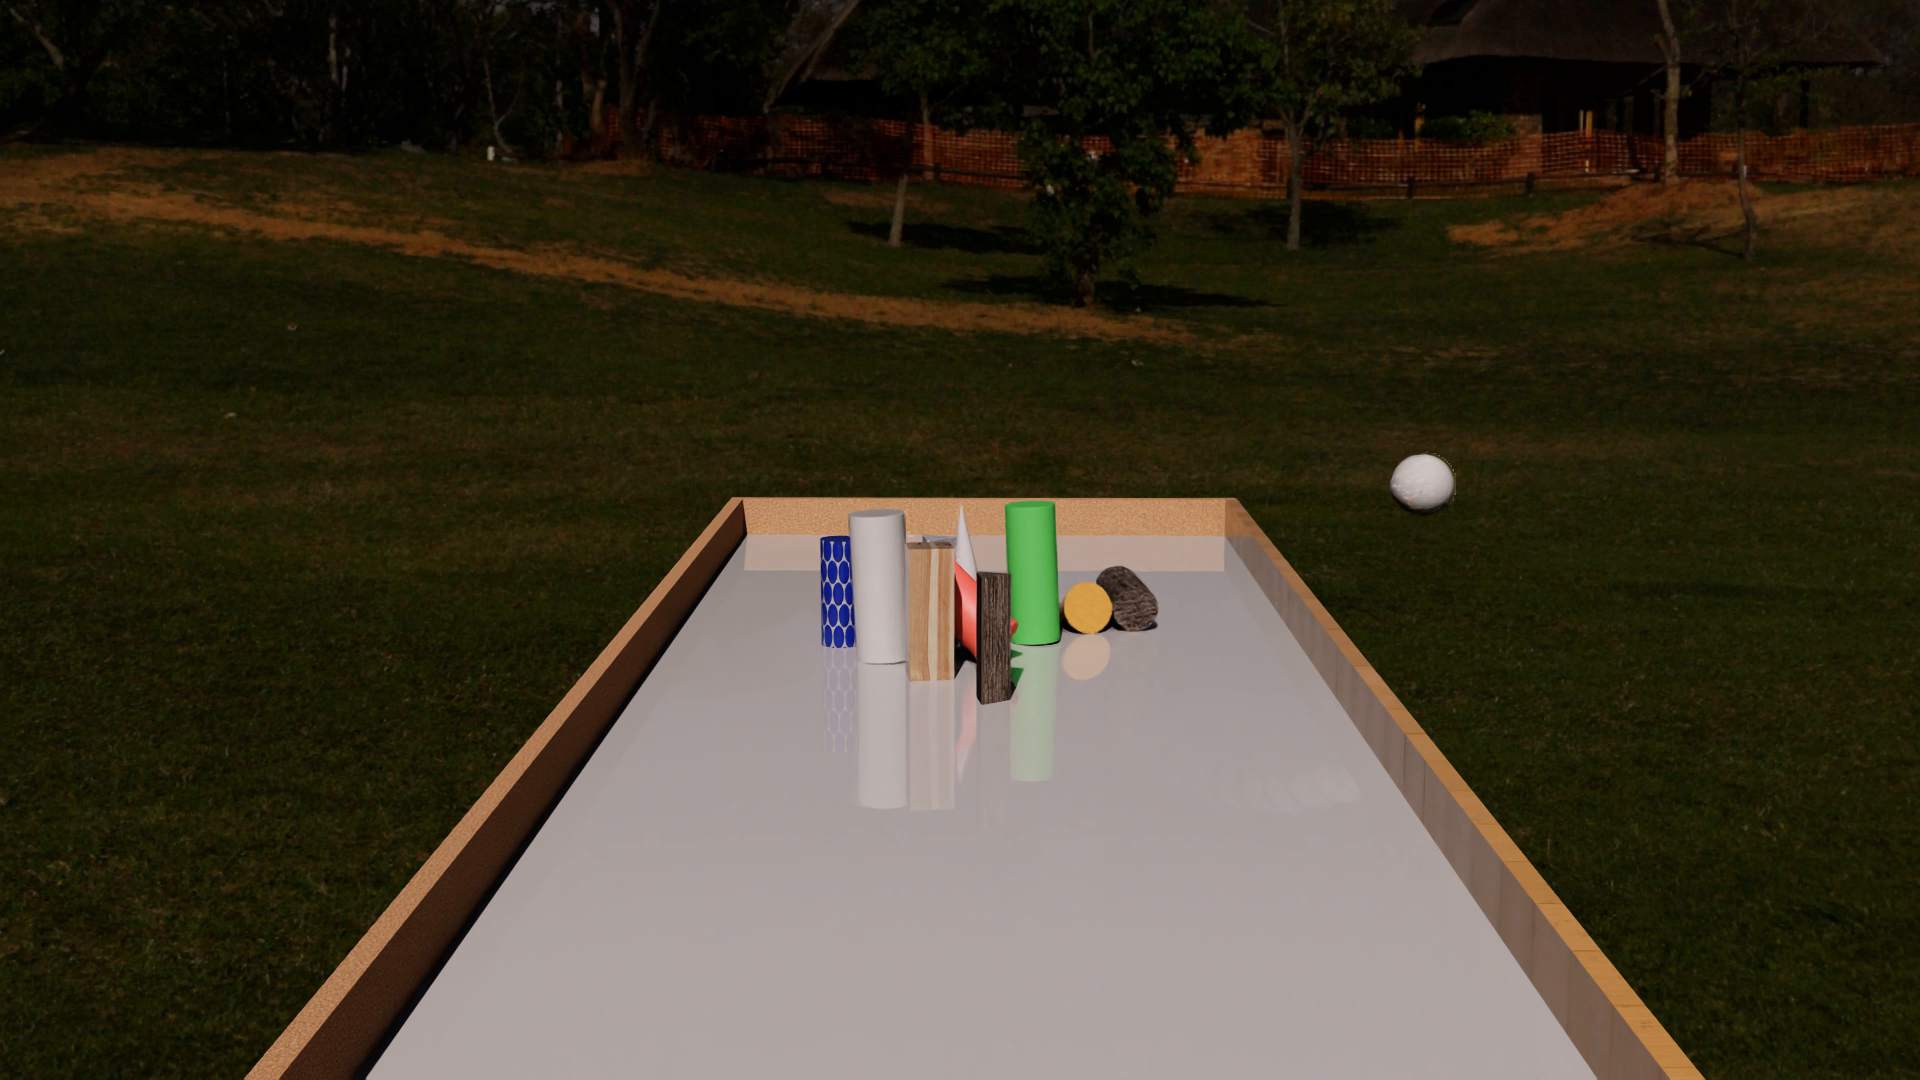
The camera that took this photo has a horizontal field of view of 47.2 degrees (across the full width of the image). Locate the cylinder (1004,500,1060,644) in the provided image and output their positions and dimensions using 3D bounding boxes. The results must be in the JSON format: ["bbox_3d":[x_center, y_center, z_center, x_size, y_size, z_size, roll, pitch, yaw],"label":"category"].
[{"bbox_3d":[0.230,0.102,6.952,0.159,0.436,0.159,-3,8,0],"label":"cylinder"}]

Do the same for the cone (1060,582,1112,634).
[{"bbox_3d":[0.359,0.238,7.248,0.168,0.168,0.302,-4,-6,-22],"label":"cone"}]

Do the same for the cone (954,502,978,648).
[{"bbox_3d":[0.018,0.102,6.832,0.155,0.456,0.155,-4,-5,0],"label":"cone"}]

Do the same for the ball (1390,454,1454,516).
[{"bbox_3d":[1.561,-0.185,7.427,0.213,0.213,0.213,0,9,0],"label":"ball"}]

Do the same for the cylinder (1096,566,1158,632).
[{"bbox_3d":[0.552,0.192,7.322,0.148,0.148,0.394,-1,9,-5],"label":"cylinder"}]

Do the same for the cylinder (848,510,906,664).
[{"bbox_3d":[-0.241,0.139,6.681,0.172,0.446,0.172,-3,9,0],"label":"cylinder"}]

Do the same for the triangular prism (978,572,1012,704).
[{"bbox_3d":[0.075,0.271,6.154,0.102,0.359,0.088,-7,11,-37],"label":"triangular prism"}]

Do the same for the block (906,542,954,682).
[{"bbox_3d":[-0.089,0.208,6.452,0.130,0.389,0.130,-1,9,-7],"label":"block"}]

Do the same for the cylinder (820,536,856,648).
[{"bbox_3d":[-0.374,0.162,6.916,0.129,0.336,0.129,0,9,0],"label":"cylinder"}]

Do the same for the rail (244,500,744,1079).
[{"bbox_3d":[-1.004,0.839,3.234,0.050,0.150,12.000,0,9,1],"label":"rail"}]

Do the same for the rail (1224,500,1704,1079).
[{"bbox_3d":[1.046,0.843,3.208,0.050,0.150,12.000,0,9,1],"label":"rail"}]

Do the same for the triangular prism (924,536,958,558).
[{"bbox_3d":[-0.085,0.158,6.930,0.117,0.339,0.102,-7,12,-38],"label":"triangular prism"}]

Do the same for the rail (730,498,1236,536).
[{"bbox_3d":[0.099,-0.098,9.147,2.100,0.150,0.050,0,9,1],"label":"rail"}]

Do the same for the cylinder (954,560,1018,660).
[{"bbox_3d":[0.011,0.204,6.682,0.312,0.165,0.165,45,26,15],"label":"cylinder"}]
